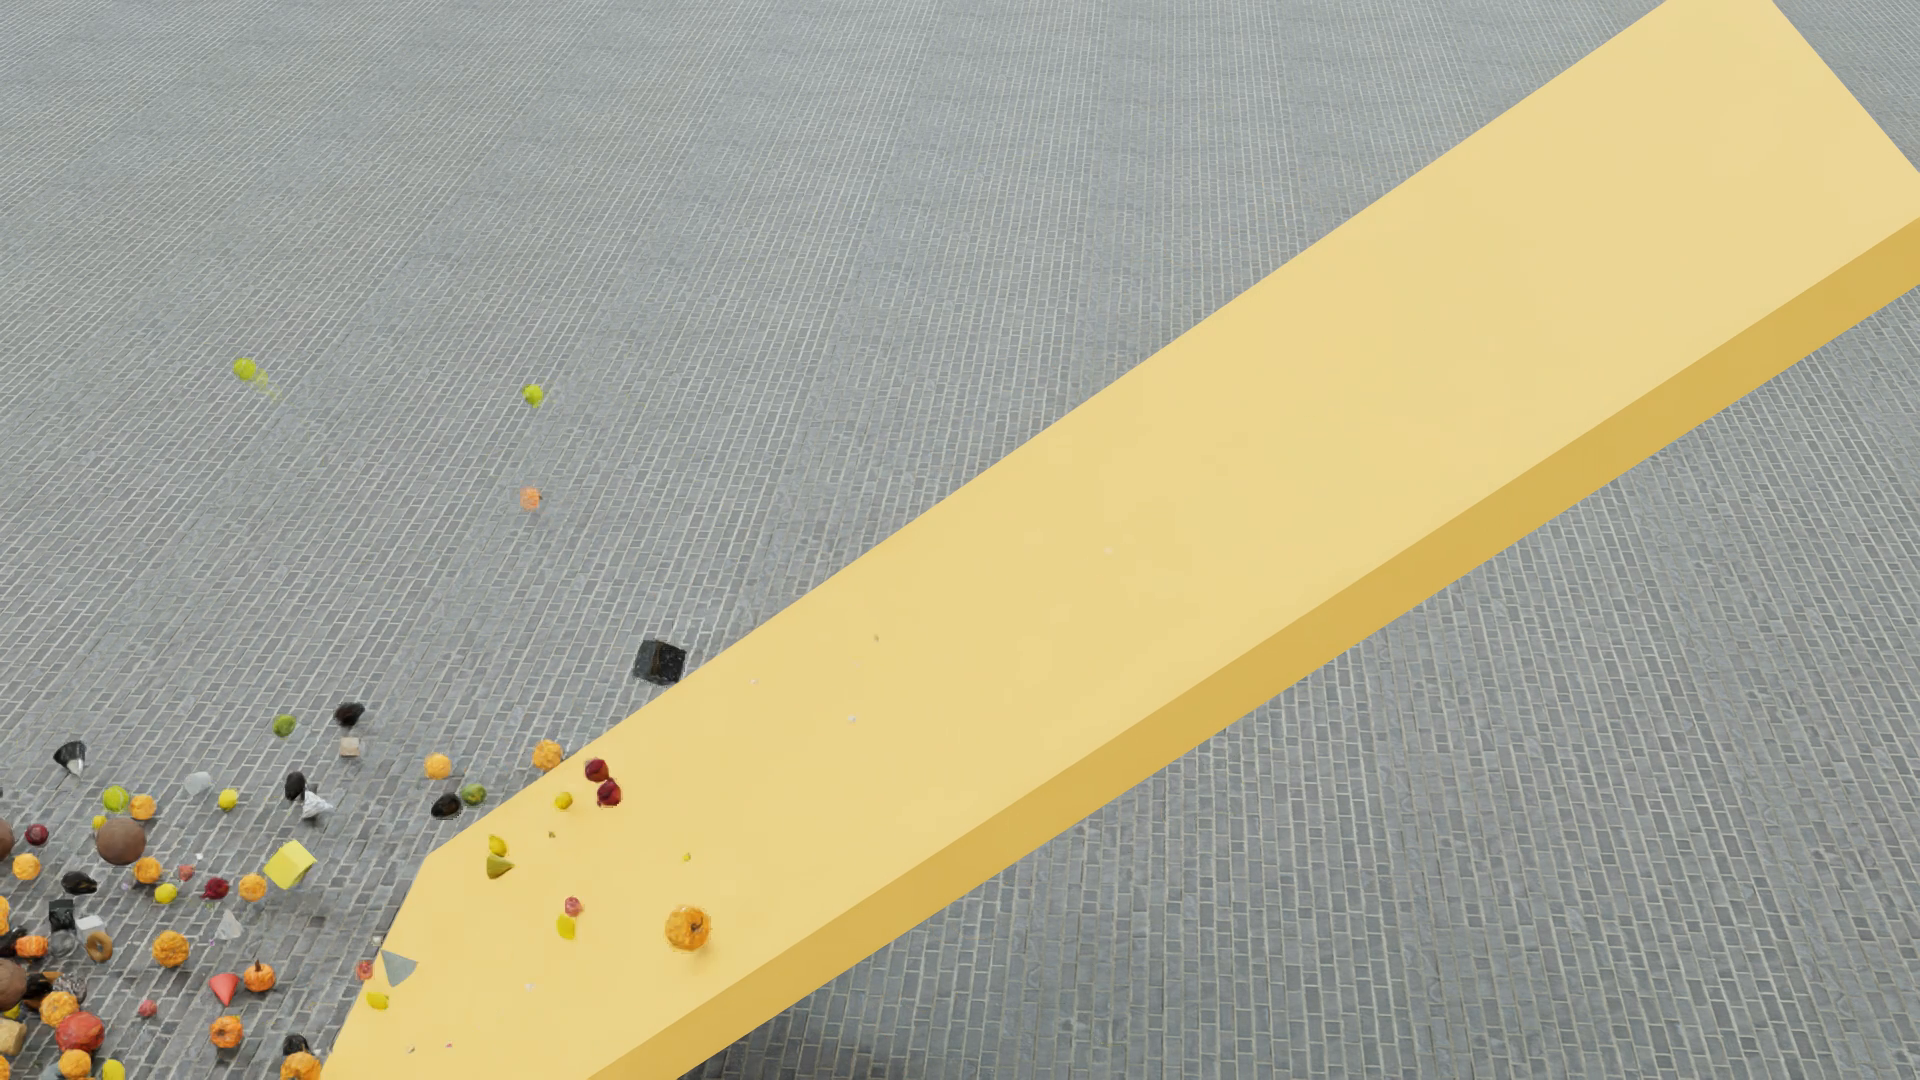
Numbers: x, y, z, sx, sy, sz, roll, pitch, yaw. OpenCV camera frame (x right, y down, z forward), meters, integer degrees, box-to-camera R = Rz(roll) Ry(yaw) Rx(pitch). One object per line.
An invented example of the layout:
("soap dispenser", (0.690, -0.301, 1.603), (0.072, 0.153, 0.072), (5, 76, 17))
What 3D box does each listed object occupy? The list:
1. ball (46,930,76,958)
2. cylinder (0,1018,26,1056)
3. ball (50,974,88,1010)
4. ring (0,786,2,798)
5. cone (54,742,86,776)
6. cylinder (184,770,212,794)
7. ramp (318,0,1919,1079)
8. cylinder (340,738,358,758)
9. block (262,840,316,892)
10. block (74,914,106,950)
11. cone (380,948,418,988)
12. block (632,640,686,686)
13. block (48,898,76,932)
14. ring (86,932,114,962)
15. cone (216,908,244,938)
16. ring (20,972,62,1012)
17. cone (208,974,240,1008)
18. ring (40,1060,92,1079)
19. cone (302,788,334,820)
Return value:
("ball", (-2.281, 1.026, 7.467), (0.072, 0.072, 0.072), (0, 23, 0))
("cylinder", (-2.292, 1.187, 7.047), (0.079, 0.079, 0.079), (15, 24, 2))
("ball", (-2.185, 1.107, 7.211), (0.088, 0.088, 0.088), (0, 23, 0))
("ring", (-2.707, 0.706, 8.166), (0.098, 0.098, 0.033), (2, -17, 5))
("cone", (-2.532, 0.644, 8.418), (0.095, 0.095, 0.095), (-14, 53, -30))
("cylinder", (-2.144, 0.682, 8.273), (0.055, 0.055, 0.055), (8, 10, 18))
("ramp", (0.128, 0.179, 6.323), (4.000, 0.100, 2.000), (-34, 16, 17))
("cylinder", (-1.761, 0.599, 8.487), (0.052, 0.052, 0.052), (-4, -13, -1))
("block", (-1.767, 0.857, 7.754), (0.083, 0.083, 0.083), (43, 20, 3))
("block", (-2.228, 1.004, 7.538), (0.057, 0.057, 0.057), (-14, 27, -31))
("cone", (-1.359, 1.008, 7.036), (0.087, 0.087, 0.087), (-36, 16, 12))
("block", (-0.789, 0.324, 7.725), (0.090, 0.090, 0.090), (23, -19, -30))
("block", (-2.323, 0.972, 7.612), (0.060, 0.060, 0.060), (-6, 23, -13))
("ring", (-2.176, 1.030, 7.439), (0.080, 0.080, 0.027), (10, 11, 22))
("cone", (-1.885, 0.979, 7.580), (0.072, 0.072, 0.072), (0, 23, 0))
("ring", (-2.258, 1.116, 7.278), (0.128, 0.043, 0.128), (3, 32, -2))
("cone", (-1.818, 1.125, 7.279), (0.075, 0.075, 0.075), (-7, 52, -15))
("ring", (-2.108, 1.267, 6.933), (0.118, 0.039, 0.118), (1, 22, 0))
("cone", (-1.773, 0.737, 8.148), (0.088, 0.088, 0.088), (9, 21, -13))
